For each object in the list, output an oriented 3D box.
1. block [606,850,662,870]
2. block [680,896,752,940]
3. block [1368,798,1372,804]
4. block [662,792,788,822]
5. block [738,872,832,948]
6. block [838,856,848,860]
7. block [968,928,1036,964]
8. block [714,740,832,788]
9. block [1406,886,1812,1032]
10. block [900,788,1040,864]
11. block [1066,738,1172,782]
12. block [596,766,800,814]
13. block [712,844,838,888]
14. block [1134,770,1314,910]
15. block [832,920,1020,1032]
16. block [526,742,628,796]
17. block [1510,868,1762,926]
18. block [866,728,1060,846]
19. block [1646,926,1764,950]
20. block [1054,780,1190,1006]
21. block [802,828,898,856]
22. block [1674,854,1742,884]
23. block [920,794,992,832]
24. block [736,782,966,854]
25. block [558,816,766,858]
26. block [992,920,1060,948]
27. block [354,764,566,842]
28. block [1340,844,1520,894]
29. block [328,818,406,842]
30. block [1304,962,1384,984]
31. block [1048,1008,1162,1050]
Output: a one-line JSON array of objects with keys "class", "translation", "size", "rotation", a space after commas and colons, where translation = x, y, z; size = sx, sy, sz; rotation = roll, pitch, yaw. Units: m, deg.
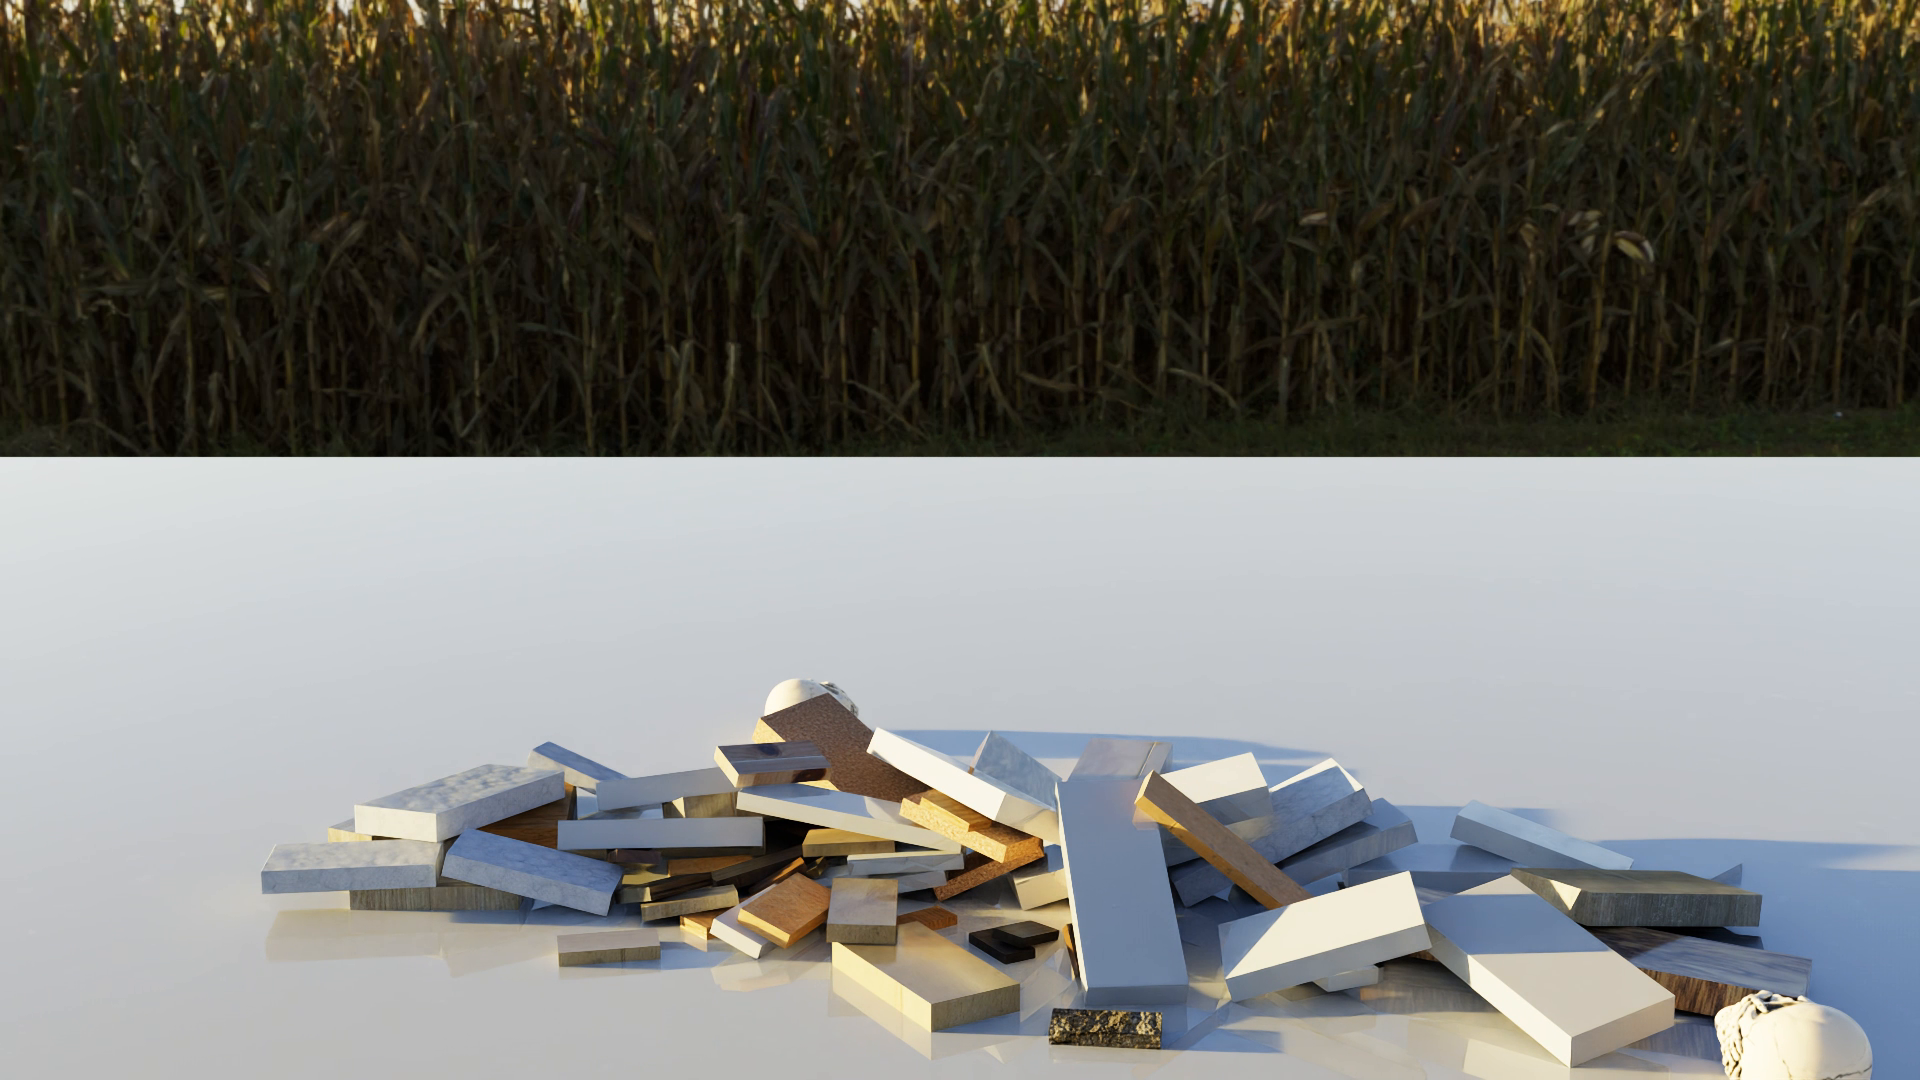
[{"class": "block", "translation": [-0.552, 0.539, 3.715], "size": [0.073, 0.021, 0.146], "rotation": [6, -13, -15]}, {"class": "block", "translation": [-0.368, 0.605, 3.529], "size": [0.146, 0.021, 0.073], "rotation": [-9, 14, -41]}, {"class": "block", "translation": [0.599, 0.477, 3.695], "size": [0.188, 0.016, 0.058], "rotation": [-29, 13, -16]}, {"class": "block", "translation": [-0.264, 0.473, 3.999], "size": [0.523, 0.050, 0.176], "rotation": [-4, -10, -20]}, {"class": "block", "translation": [-0.266, 0.583, 3.471], "size": [0.090, 0.026, 0.181], "rotation": [25, 20, 19]}, {"class": "block", "translation": [-0.169, 0.525, 3.845], "size": [0.149, 0.021, 0.075], "rotation": [-8, 12, -36]}, {"class": "block", "translation": [0.065, 0.629, 3.414], "size": [0.054, 0.015, 0.109], "rotation": [-6, 12, -30]}, {"class": "block", "translation": [-0.320, 0.383, 3.770], "size": [0.181, 0.026, 0.090], "rotation": [-1, 27, -33]}, {"class": "block", "translation": [0.935, 0.620, 3.301], "size": [0.627, 0.051, 0.179], "rotation": [7, 11, 25]}, {"class": "block", "translation": [0.016, 0.466, 3.600], "size": [0.208, 0.029, 0.104], "rotation": [21, 15, 30]}, {"class": "block", "translation": [0.312, 0.455, 4.270], "size": [0.165, 0.047, 0.329], "rotation": [2, 11, 12]}, {"class": "block", "translation": [-0.469, 0.448, 3.999], "size": [0.353, 0.050, 0.176], "rotation": [-7, -9, 1]}, {"class": "block", "translation": [-0.296, 0.542, 3.709], "size": [0.253, 0.022, 0.077], "rotation": [-15, 7, -18]}, {"class": "block", "translation": [0.429, 0.498, 3.458], "size": [0.359, 0.022, 0.077], "rotation": [38, 30, -2]}, {"class": "block", "translation": [-0.054, 0.644, 3.263], "size": [0.149, 0.042, 0.298], "rotation": [-6, 12, -30]}, {"class": "block", "translation": [-0.709, 0.442, 4.159], "size": [0.202, 0.029, 0.101], "rotation": [23, 7, 6]}, {"class": "block", "translation": [1.065, 0.564, 3.470], "size": [0.358, 0.051, 0.179], "rotation": [5, 2, -27]}, {"class": "block", "translation": [0.019, 0.415, 3.699], "size": [0.165, 0.047, 0.463], "rotation": [25, -3, -29]}, {"class": "block", "translation": [1.147, 0.630, 3.390], "size": [0.171, 0.024, 0.085], "rotation": [3, 11, 15]}, {"class": "block", "translation": [0.241, 0.529, 3.345], "size": [0.149, 0.042, 0.410], "rotation": [-1, 40, -5]}, {"class": "block", "translation": [-0.180, 0.501, 3.661], "size": [0.153, 0.022, 0.077], "rotation": [-3, 11, 6]}, {"class": "block", "translation": [1.269, 0.567, 3.743], "size": [0.068, 0.019, 0.135], "rotation": [10, 15, 44]}, {"class": "block", "translation": [-0.007, 0.443, 3.572], "size": [0.109, 0.015, 0.054], "rotation": [24, 17, 39]}, {"class": "block", "translation": [-0.172, 0.458, 3.679], "size": [0.390, 0.029, 0.104], "rotation": [9, 12, 13]}, {"class": "block", "translation": [-0.508, 0.512, 3.777], "size": [0.342, 0.048, 0.171], "rotation": [-1, -13, -3]}, {"class": "block", "translation": [0.103, 0.614, 3.428], "size": [0.055, 0.016, 0.110], "rotation": [13, 5, 33]}, {"class": "block", "translation": [-0.876, 0.461, 3.880], "size": [0.171, 0.048, 0.371], "rotation": [2, 7, 24]}, {"class": "block", "translation": [0.786, 0.551, 3.686], "size": [0.285, 0.040, 0.143], "rotation": [0, 10, 3]}, {"class": "block", "translation": [-1.009, 0.504, 3.899], "size": [0.101, 0.029, 0.203], "rotation": [6, 12, 28]}, {"class": "block", "translation": [0.550, 0.638, 3.344], "size": [0.171, 0.024, 0.086], "rotation": [-5, 12, -27]}, {"class": "block", "translation": [0.205, 0.686, 3.090], "size": [0.155, 0.022, 0.077], "rotation": [1, 11, 6]}]
